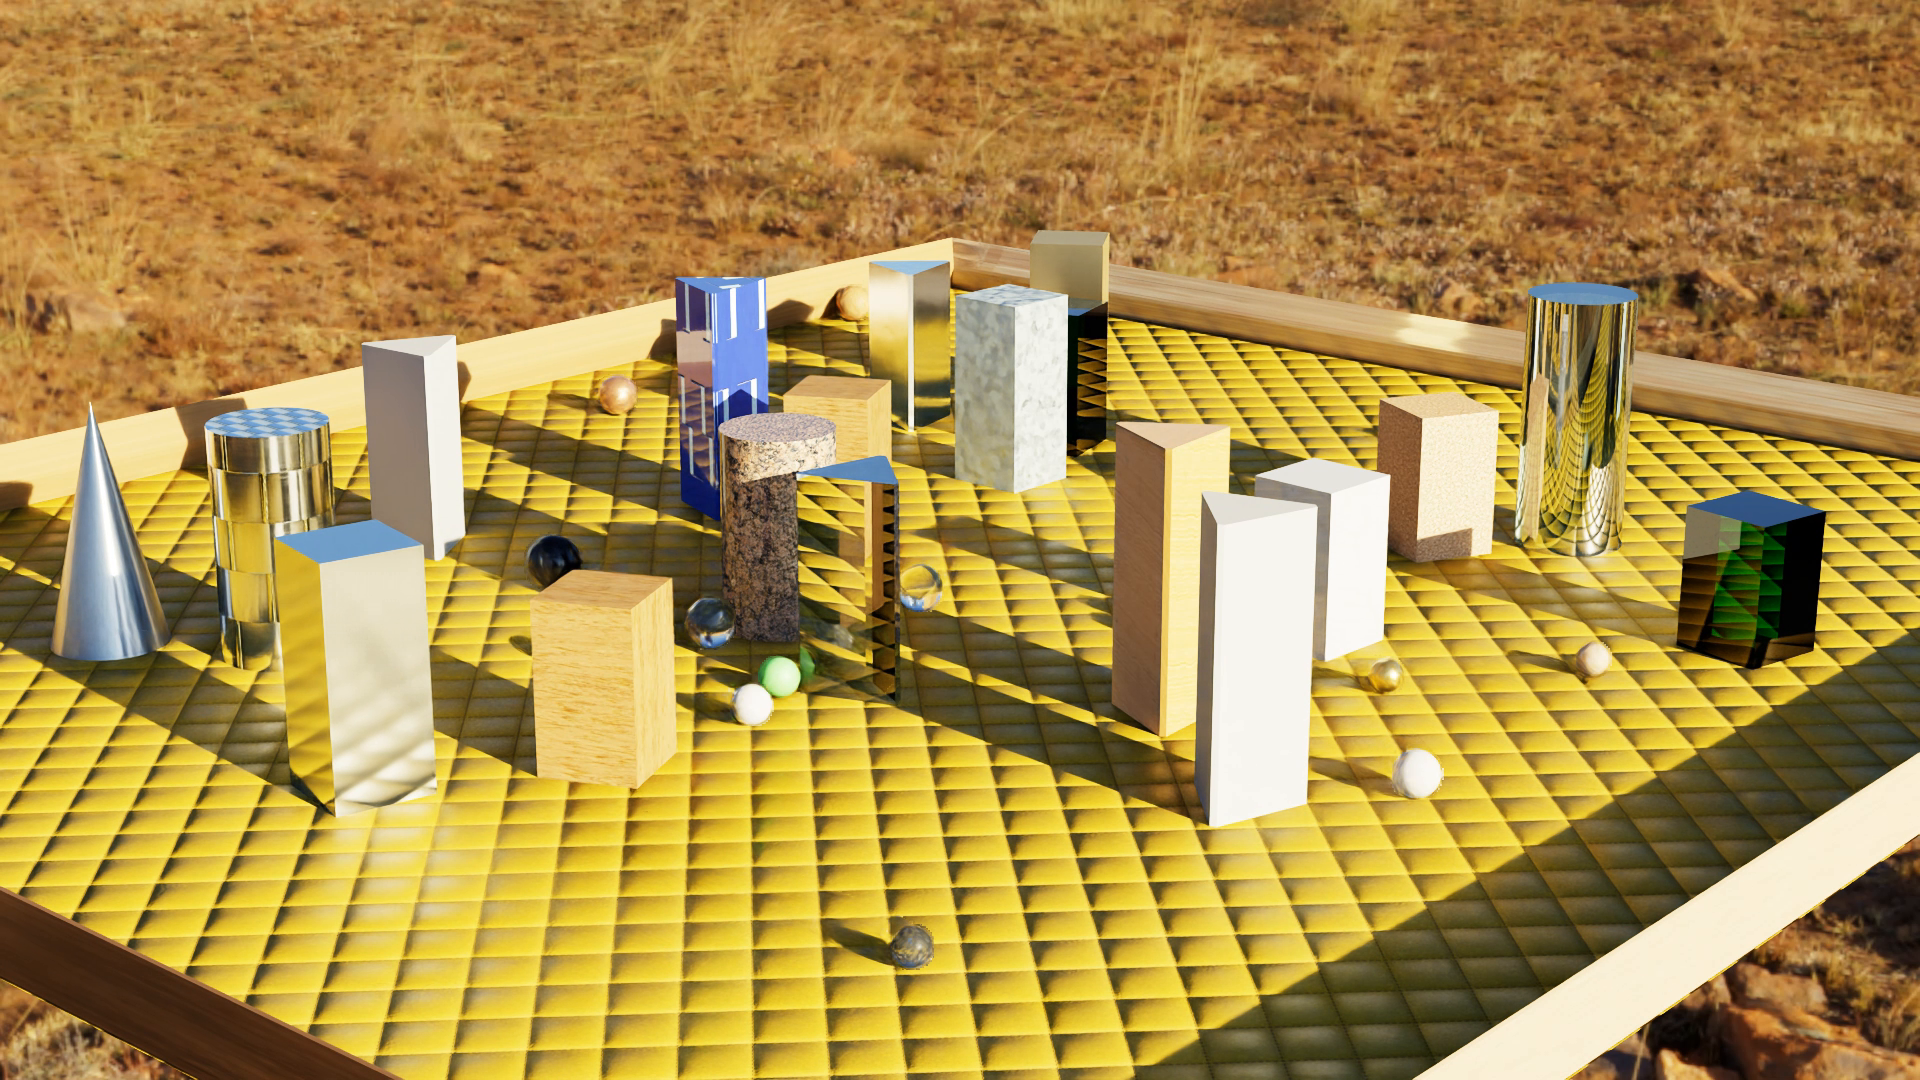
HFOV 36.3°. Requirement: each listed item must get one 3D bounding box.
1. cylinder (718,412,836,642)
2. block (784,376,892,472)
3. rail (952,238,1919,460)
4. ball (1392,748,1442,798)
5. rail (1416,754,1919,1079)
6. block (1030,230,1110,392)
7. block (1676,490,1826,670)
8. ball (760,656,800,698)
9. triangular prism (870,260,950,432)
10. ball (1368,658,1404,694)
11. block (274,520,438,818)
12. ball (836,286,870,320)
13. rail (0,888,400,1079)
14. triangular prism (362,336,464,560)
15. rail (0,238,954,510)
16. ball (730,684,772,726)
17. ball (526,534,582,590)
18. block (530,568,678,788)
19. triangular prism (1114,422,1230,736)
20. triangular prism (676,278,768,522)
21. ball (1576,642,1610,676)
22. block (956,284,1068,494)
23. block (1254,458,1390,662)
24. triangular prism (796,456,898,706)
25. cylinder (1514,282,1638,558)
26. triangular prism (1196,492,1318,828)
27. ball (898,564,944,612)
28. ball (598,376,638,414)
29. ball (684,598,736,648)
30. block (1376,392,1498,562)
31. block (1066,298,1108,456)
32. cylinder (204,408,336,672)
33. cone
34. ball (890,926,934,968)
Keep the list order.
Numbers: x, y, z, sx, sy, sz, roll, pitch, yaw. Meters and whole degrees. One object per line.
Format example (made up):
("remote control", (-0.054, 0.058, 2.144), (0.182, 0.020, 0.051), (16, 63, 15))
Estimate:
("cylinder", (-0.304, -0.023, 4.929), (0.196, 0.344, 0.196), (0, 17, 0))
("block", (-0.222, -0.134, 5.373), (0.157, 0.300, 0.157), (4, 17, 14))
("rail", (1.271, -0.391, 6.521), (3.462, 0.127, 0.045), (14, 22, 39))
("ball", (0.656, 0.336, 4.213), (0.072, 0.072, 0.072), (0, 17, 0))
("rail", (1.289, 0.355, 4.048), (0.045, 0.127, 3.924), (14, 22, 39))
("block", (0.239, -0.480, 6.410), (0.157, 0.365, 0.157), (2, 17, 7))
("block", (1.300, 0.064, 4.822), (0.157, 0.241, 0.157), (-12, 21, -35))
("ball", (-0.284, 0.216, 4.622), (0.064, 0.064, 0.064), (0, 17, 0))
("triangular prism", (-0.086, -0.423, 6.268), (0.147, 0.338, 0.170), (-10, 20, -30))
("ball", (0.675, 0.215, 4.641), (0.056, 0.056, 0.056), (0, 17, 0))
("block", (-0.865, 0.181, 4.198), (0.157, 0.376, 0.157), (-12, 20, -34))
("ball", (-0.262, -0.585, 7.240), (0.087, 0.087, 0.087), (0, 17, 0))
("rail", (-1.271, 0.454, 3.719), (3.462, 0.127, 0.045), (14, 22, 39))
("triangular prism", (-0.972, -0.176, 5.375), (0.170, 0.381, 0.147), (12, 21, 35))
("rail", (-1.289, -0.291, 6.192), (0.045, 0.127, 3.924), (14, 22, 39))
("ball", (-0.321, 0.253, 4.501), (0.064, 0.064, 0.064), (0, 17, 0))
("ball", (-0.714, 0.040, 5.149), (0.098, 0.098, 0.098), (0, 17, 0))
("block", (-0.521, 0.202, 4.307), (0.157, 0.273, 0.157), (5, 17, 16))
("triangular prism", (0.300, 0.050, 4.499), (0.147, 0.453, 0.170), (12, 21, 35))
("triangular prism", (-0.478, -0.278, 5.611), (0.147, 0.440, 0.170), (10, 19, 29))
("ball", (1.019, 0.192, 4.719), (0.054, 0.054, 0.054), (0, 17, 0))
("block", (0.101, -0.301, 5.803), (0.157, 0.373, 0.157), (15, 22, 40))
("block", (0.595, 0.030, 4.854), (0.157, 0.286, 0.157), (16, 23, 42))
("triangular prism", (-0.149, 0.058, 4.635), (0.170, 0.360, 0.147), (6, 18, 20))
("cylinder", (1.127, -0.221, 5.372), (0.196, 0.469, 0.196), (0, 17, 0))
("triangular prism", (0.385, 0.160, 4.153), (0.170, 0.442, 0.147), (-11, 20, -32))
("ball", (-0.069, 0.082, 5.037), (0.081, 0.081, 0.081), (0, 17, 0))
("ball", (-0.741, -0.313, 6.343), (0.084, 0.084, 0.084), (0, 17, 0))
("ball", (-0.414, 0.137, 4.849), (0.085, 0.085, 0.085), (0, 17, 0))
("block", (0.871, -0.117, 5.371), (0.157, 0.269, 0.157), (-6, 18, -21))
("block", (0.202, -0.342, 6.072), (0.157, 0.295, 0.157), (8, 18, 24))
("cylinder", (-1.116, -0.002, 4.779), (0.196, 0.392, 0.196), (0, 17, 0))
("cone", (-1.415, -0.027, 4.829), (0.196, 0.410, 0.196), (0, 17, 0))
("ball", (-0.060, 0.509, 3.669), (0.053, 0.053, 0.053), (0, 17, 0))
